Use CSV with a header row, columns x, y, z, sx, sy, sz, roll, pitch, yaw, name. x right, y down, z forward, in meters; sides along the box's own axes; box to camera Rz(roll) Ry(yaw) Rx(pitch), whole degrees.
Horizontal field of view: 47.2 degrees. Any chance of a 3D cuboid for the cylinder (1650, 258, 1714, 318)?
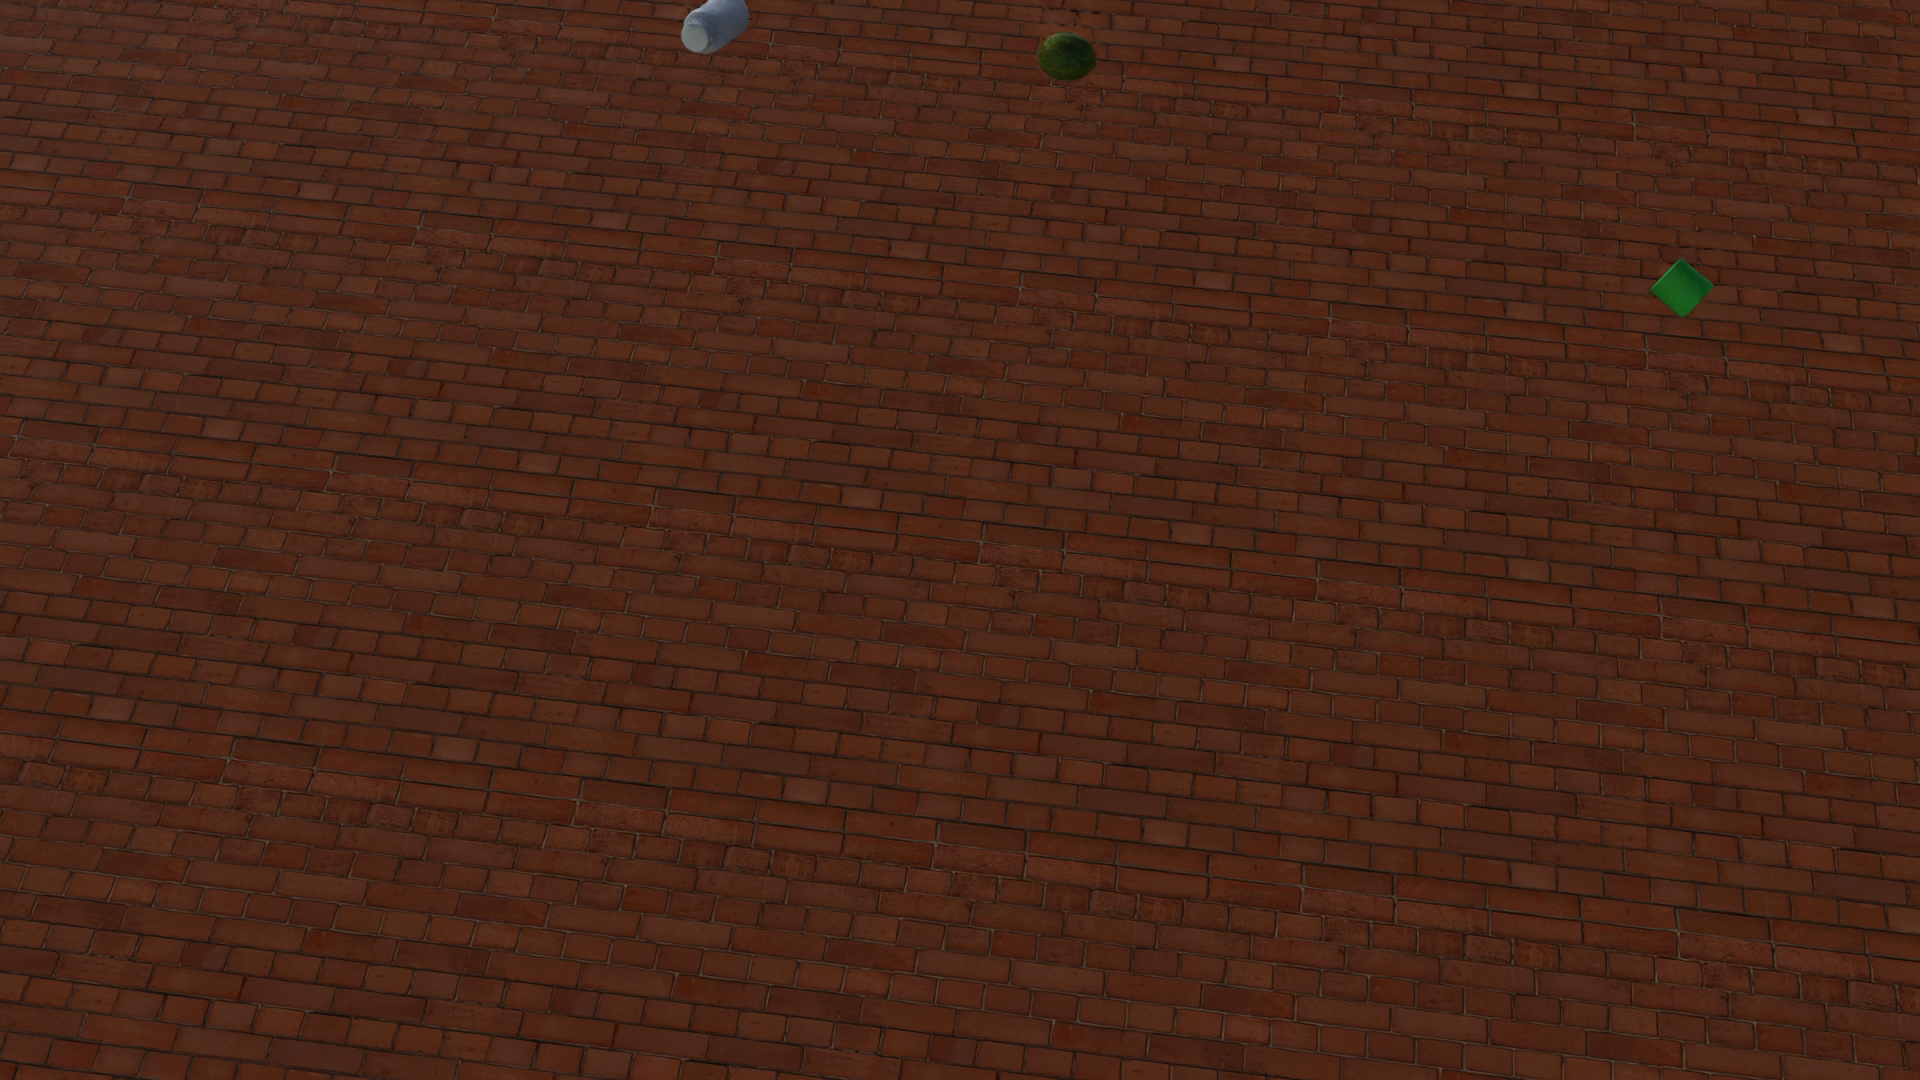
x,y,z,sx,sy,sz,roll,pitch,yaw,name
1.257,-0.439,3.829,0.073,0.096,0.070,42,80,6,cylinder
